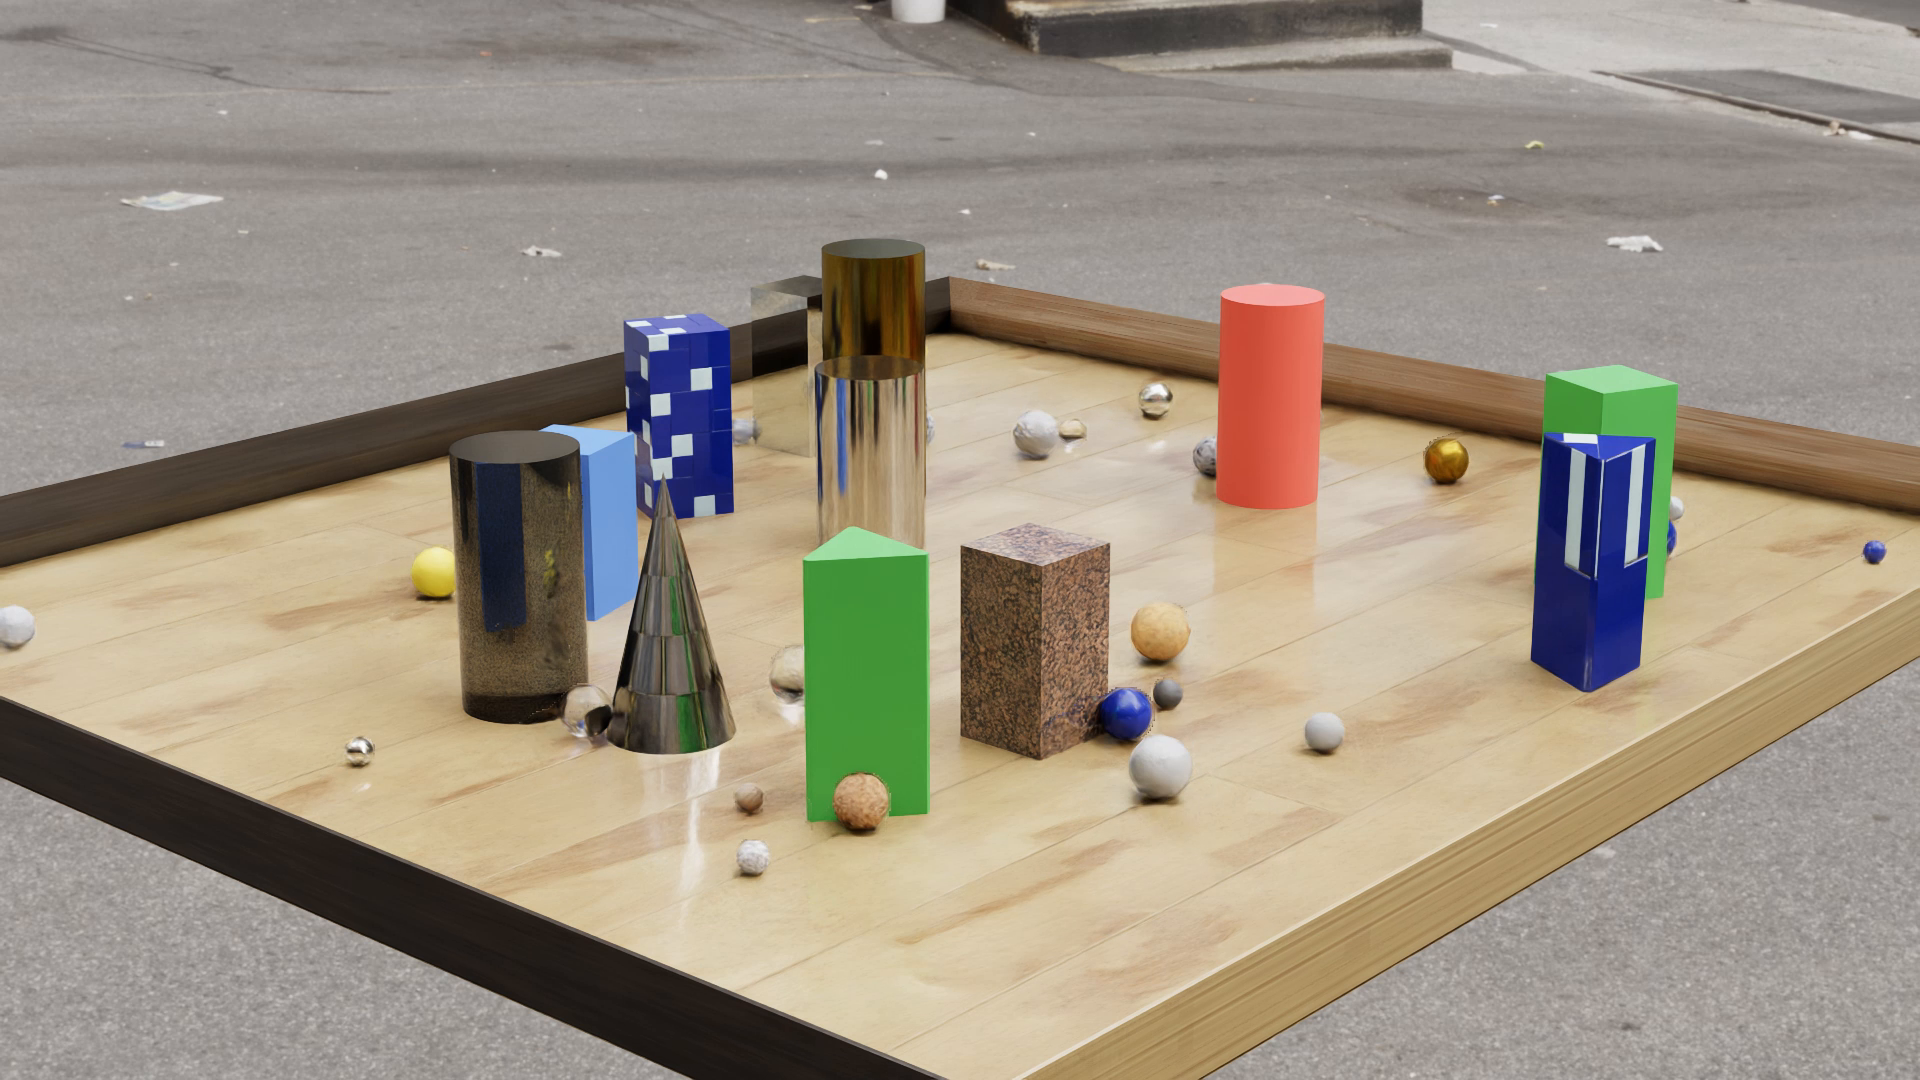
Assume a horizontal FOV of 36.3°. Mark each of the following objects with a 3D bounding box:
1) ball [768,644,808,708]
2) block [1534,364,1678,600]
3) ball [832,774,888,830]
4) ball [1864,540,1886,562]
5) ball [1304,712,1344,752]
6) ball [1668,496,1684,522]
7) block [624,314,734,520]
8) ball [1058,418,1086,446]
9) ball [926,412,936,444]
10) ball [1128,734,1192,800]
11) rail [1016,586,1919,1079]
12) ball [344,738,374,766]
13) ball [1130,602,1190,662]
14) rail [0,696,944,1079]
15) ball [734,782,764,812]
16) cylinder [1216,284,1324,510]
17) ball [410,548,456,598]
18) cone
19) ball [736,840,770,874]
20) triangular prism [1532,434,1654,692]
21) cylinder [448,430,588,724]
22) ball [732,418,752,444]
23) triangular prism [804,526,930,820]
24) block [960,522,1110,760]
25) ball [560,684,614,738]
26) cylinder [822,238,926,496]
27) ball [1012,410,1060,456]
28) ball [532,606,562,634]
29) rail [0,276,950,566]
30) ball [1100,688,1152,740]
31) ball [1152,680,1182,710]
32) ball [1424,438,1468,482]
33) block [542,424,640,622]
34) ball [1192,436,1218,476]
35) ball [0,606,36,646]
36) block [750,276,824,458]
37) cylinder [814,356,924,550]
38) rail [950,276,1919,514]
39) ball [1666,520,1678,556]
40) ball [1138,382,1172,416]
[{"bbox_3d":[-0.250,0.212,4.580,0.098,0.098,0.098,0,17,0],"label":"ball"},{"bbox_3d":[1.123,-0.094,5.105,0.159,0.383,0.159,-8,19,-25],"label":"block"},{"bbox_3d":[-0.139,0.365,4.097,0.079,0.079,0.079,0,17,0],"label":"ball"},{"bbox_3d":[1.658,0.021,5.316,0.040,0.040,0.040,0,17,0],"label":"ball"},{"bbox_3d":[0.546,0.288,4.395,0.060,0.060,0.060,0,17,0],"label":"ball"},{"bbox_3d":[1.351,-0.059,5.569,0.048,0.048,0.048,0,17,0],"label":"ball"},{"bbox_3d":[-0.539,-0.236,5.618,0.159,0.359,0.159,-7,18,-23],"label":"block"},{"bbox_3d":[0.234,-0.223,6.093,0.059,0.059,0.059,0,17,0],"label":"ball"},{"bbox_3d":[-0.092,-0.233,6.085,0.082,0.082,0.082,0,17,0],"label":"ball"},{"bbox_3d":[0.288,0.326,4.212,0.092,0.092,0.092,0,17,0],"label":"ball"},{"bbox_3d":[1.048,0.295,4.249,0.045,0.129,3.170,14,22,39],"label":"rail"},{"bbox_3d":[-0.890,0.313,4.342,0.042,0.042,0.042,0,17,0],"label":"ball"},{"bbox_3d":[0.327,0.149,4.790,0.098,0.098,0.098,0,17,0],"label":"ball"},{"bbox_3d":[-1.023,0.372,3.991,2.823,0.129,0.045,14,22,39],"label":"rail"},{"bbox_3d":[-0.300,0.365,4.172,0.041,0.041,0.041,0,17,0],"label":"ball"},{"bbox_3d":[0.601,-0.279,5.688,0.199,0.400,0.199,0,17,0],"label":"cylinder"},{"bbox_3d":[-0.913,0.057,5.113,0.088,0.088,0.088,0,17,0],"label":"ball"},{"bbox_3d":[-0.442,0.095,4.423,0.199,0.413,0.199,0,17,0],"label":"cone"},{"bbox_3d":[-0.279,0.428,3.954,0.047,0.047,0.047,0,17,0],"label":"ball"},{"bbox_3d":[0.993,0.026,4.704,0.149,0.383,0.172,14,22,38],"label":"triangular prism"},{"bbox_3d":[-0.682,0.056,4.549,0.199,0.416,0.199,0,17,0],"label":"cylinder"},{"bbox_3d":[-0.460,-0.226,6.110,0.055,0.055,0.055,0,17,0],"label":"ball"},{"bbox_3d":[-0.141,0.186,4.168,0.172,0.385,0.149,-3,17,-10],"label":"triangular prism"},{"bbox_3d":[0.113,0.151,4.428,0.159,0.304,0.159,14,22,39],"label":"block"},{"bbox_3d":[-0.565,0.258,4.428,0.081,0.081,0.081,0,17,0],"label":"ball"},{"bbox_3d":[-0.166,-0.324,5.680,0.199,0.490,0.199,0,17,0],"label":"cylinder"},{"bbox_3d":[0.156,-0.219,6.016,0.095,0.095,0.095,0,17,0],"label":"ball"},{"bbox_3d":[-0.694,0.135,4.927,0.047,0.047,0.047,0,17,0],"label":"ball"},{"bbox_3d":[-1.048,-0.230,5.991,0.045,0.129,3.170,14,22,39],"label":"rail"},{"bbox_3d":[0.251,0.264,4.437,0.079,0.079,0.079,0,17,0],"label":"ball"},{"bbox_3d":[0.324,0.241,4.576,0.046,0.046,0.046,0,17,0],"label":"ball"},{"bbox_3d":[0.967,-0.158,5.829,0.088,0.088,0.088,0,17,0],"label":"ball"},{"bbox_3d":[-0.665,-0.031,5.051,0.159,0.293,0.159,7,18,21],"label":"block"},{"bbox_3d":[0.506,-0.167,5.874,0.079,0.079,0.079,0,17,0],"label":"ball"},{"bbox_3d":[-1.569,0.143,4.861,0.069,0.069,0.069,0,17,0],"label":"ball"},{"bbox_3d":[-0.317,-0.361,6.071,0.159,0.336,0.159,14,22,38],"label":"block"},{"bbox_3d":[-0.165,-0.152,5.376,0.199,0.337,0.199,0,17,0],"label":"cylinder"},{"bbox_3d":[1.023,-0.308,6.248,2.823,0.129,0.045,14,22,39],"label":"rail"},{"bbox_3d":[1.257,-0.004,5.314,0.084,0.084,0.084,0,17,0],"label":"ball"},{"bbox_3d":[0.422,-0.304,6.332,0.076,0.076,0.076,0,17,0],"label":"ball"}]
